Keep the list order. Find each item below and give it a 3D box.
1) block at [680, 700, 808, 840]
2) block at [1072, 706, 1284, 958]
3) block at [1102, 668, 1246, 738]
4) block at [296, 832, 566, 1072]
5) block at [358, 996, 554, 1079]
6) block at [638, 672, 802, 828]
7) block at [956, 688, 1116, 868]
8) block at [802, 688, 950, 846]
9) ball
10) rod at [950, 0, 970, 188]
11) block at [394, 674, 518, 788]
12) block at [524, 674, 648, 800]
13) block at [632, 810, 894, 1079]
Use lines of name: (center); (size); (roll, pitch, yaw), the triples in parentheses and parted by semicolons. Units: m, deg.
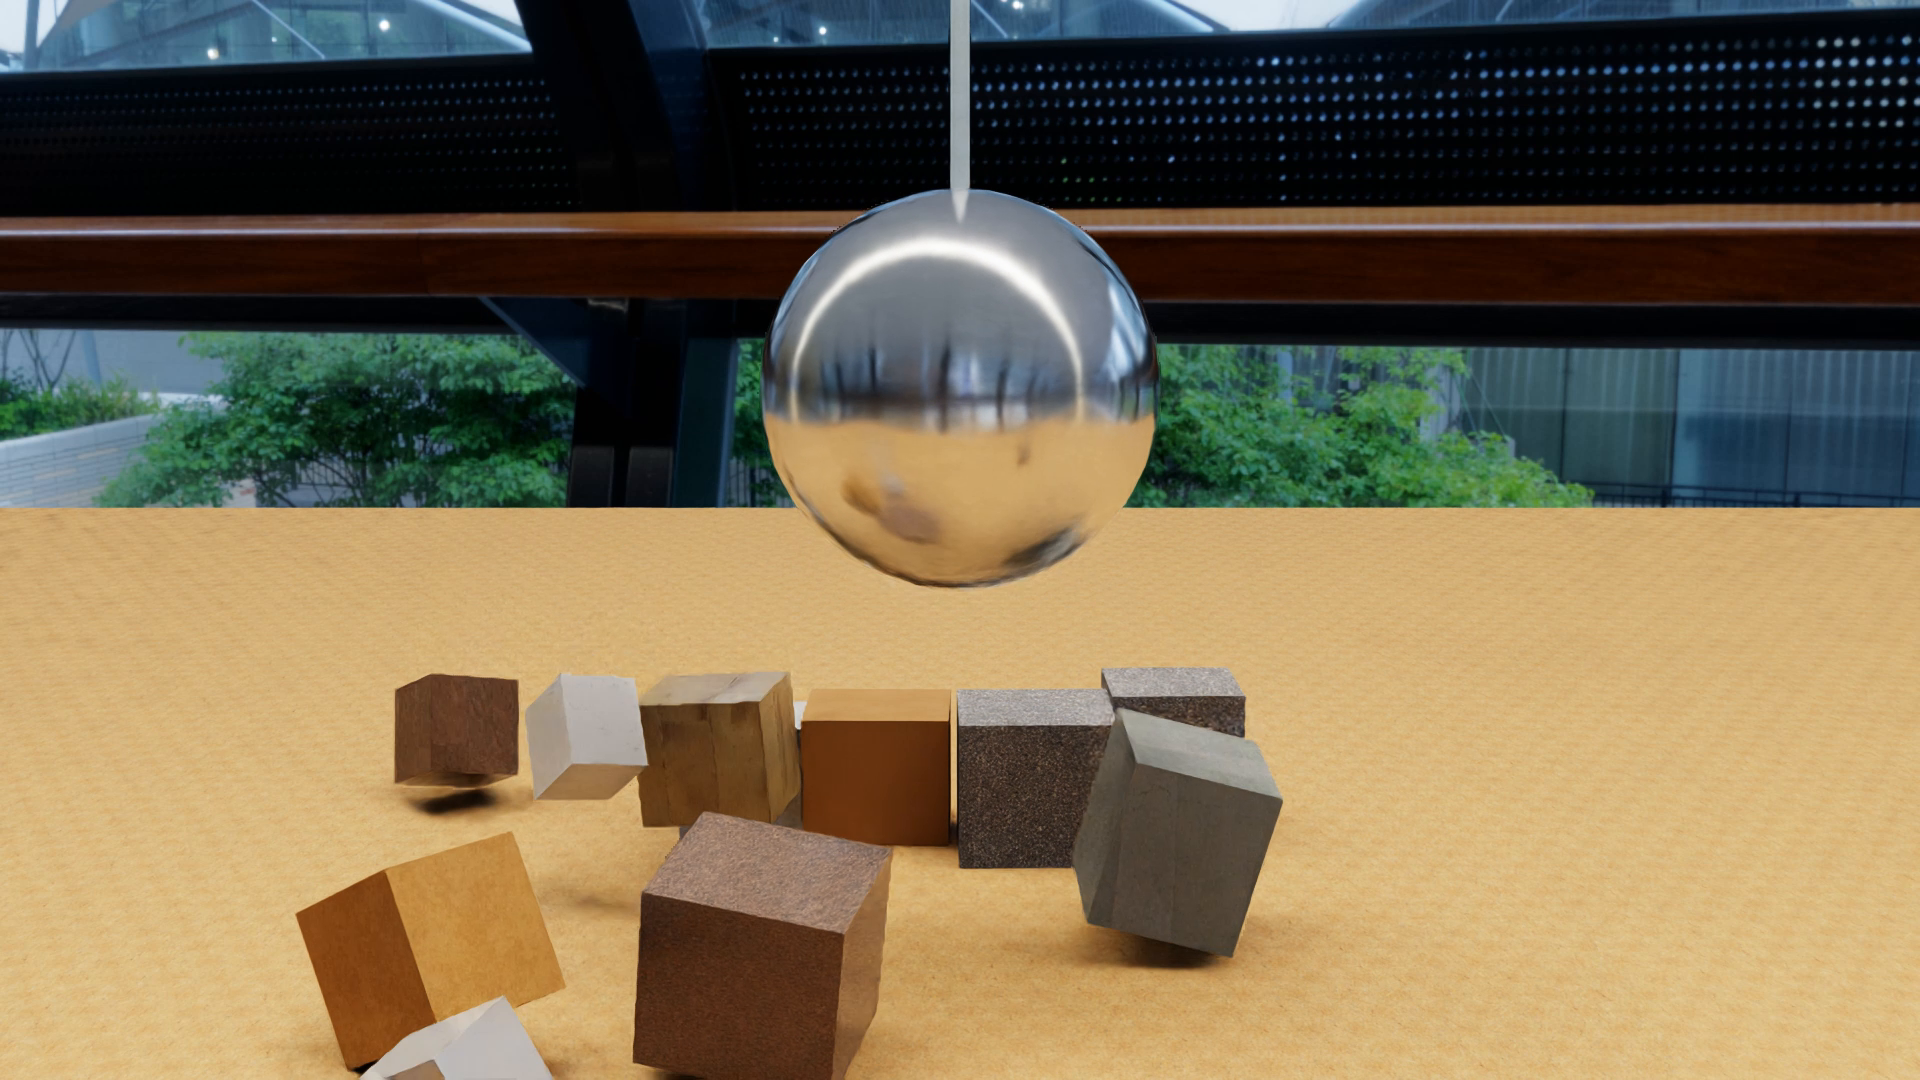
block: (-1.108, 1.188, 11.406); (0.625, 0.583, 0.569); (0, 10, 1)
block: (0.939, 1.271, 9.664); (0.650, 0.749, 0.722); (14, 13, -6)
block: (1.087, 1.103, 11.367); (0.668, 0.763, 0.615); (0, 10, -1)
block: (-2.034, 1.577, 8.449); (0.671, 0.636, 0.589); (-27, -10, 40)
block: (-1.669, 1.874, 7.283); (0.464, 0.466, 0.417); (-26, 7, 27)
block: (-1.179, 1.012, 10.696); (0.640, 0.599, 0.571); (-3, 11, 11)
block: (0.374, 1.185, 11.032); (0.769, 0.721, 0.715); (0, 10, -1)
block: (-0.420, 1.164, 11.345); (0.736, 0.650, 0.645); (0, 10, 1)
ball: (0.000, -0.595, 8.787); (1.600, 1.600, 1.600); (0, 10, 0)
rod: (0.000, -3.924, 9.477); (0.080, 5.200, 0.080); (0, -12, 0)
block: (-2.704, 1.030, 11.807); (0.490, 0.515, 0.497); (7, -17, -35)
block: (-1.738, 0.919, 10.193); (0.373, 0.441, 0.430); (5, -30, -34)
block: (-0.741, 1.572, 8.350); (0.767, 0.729, 0.683); (10, 21, 10)
